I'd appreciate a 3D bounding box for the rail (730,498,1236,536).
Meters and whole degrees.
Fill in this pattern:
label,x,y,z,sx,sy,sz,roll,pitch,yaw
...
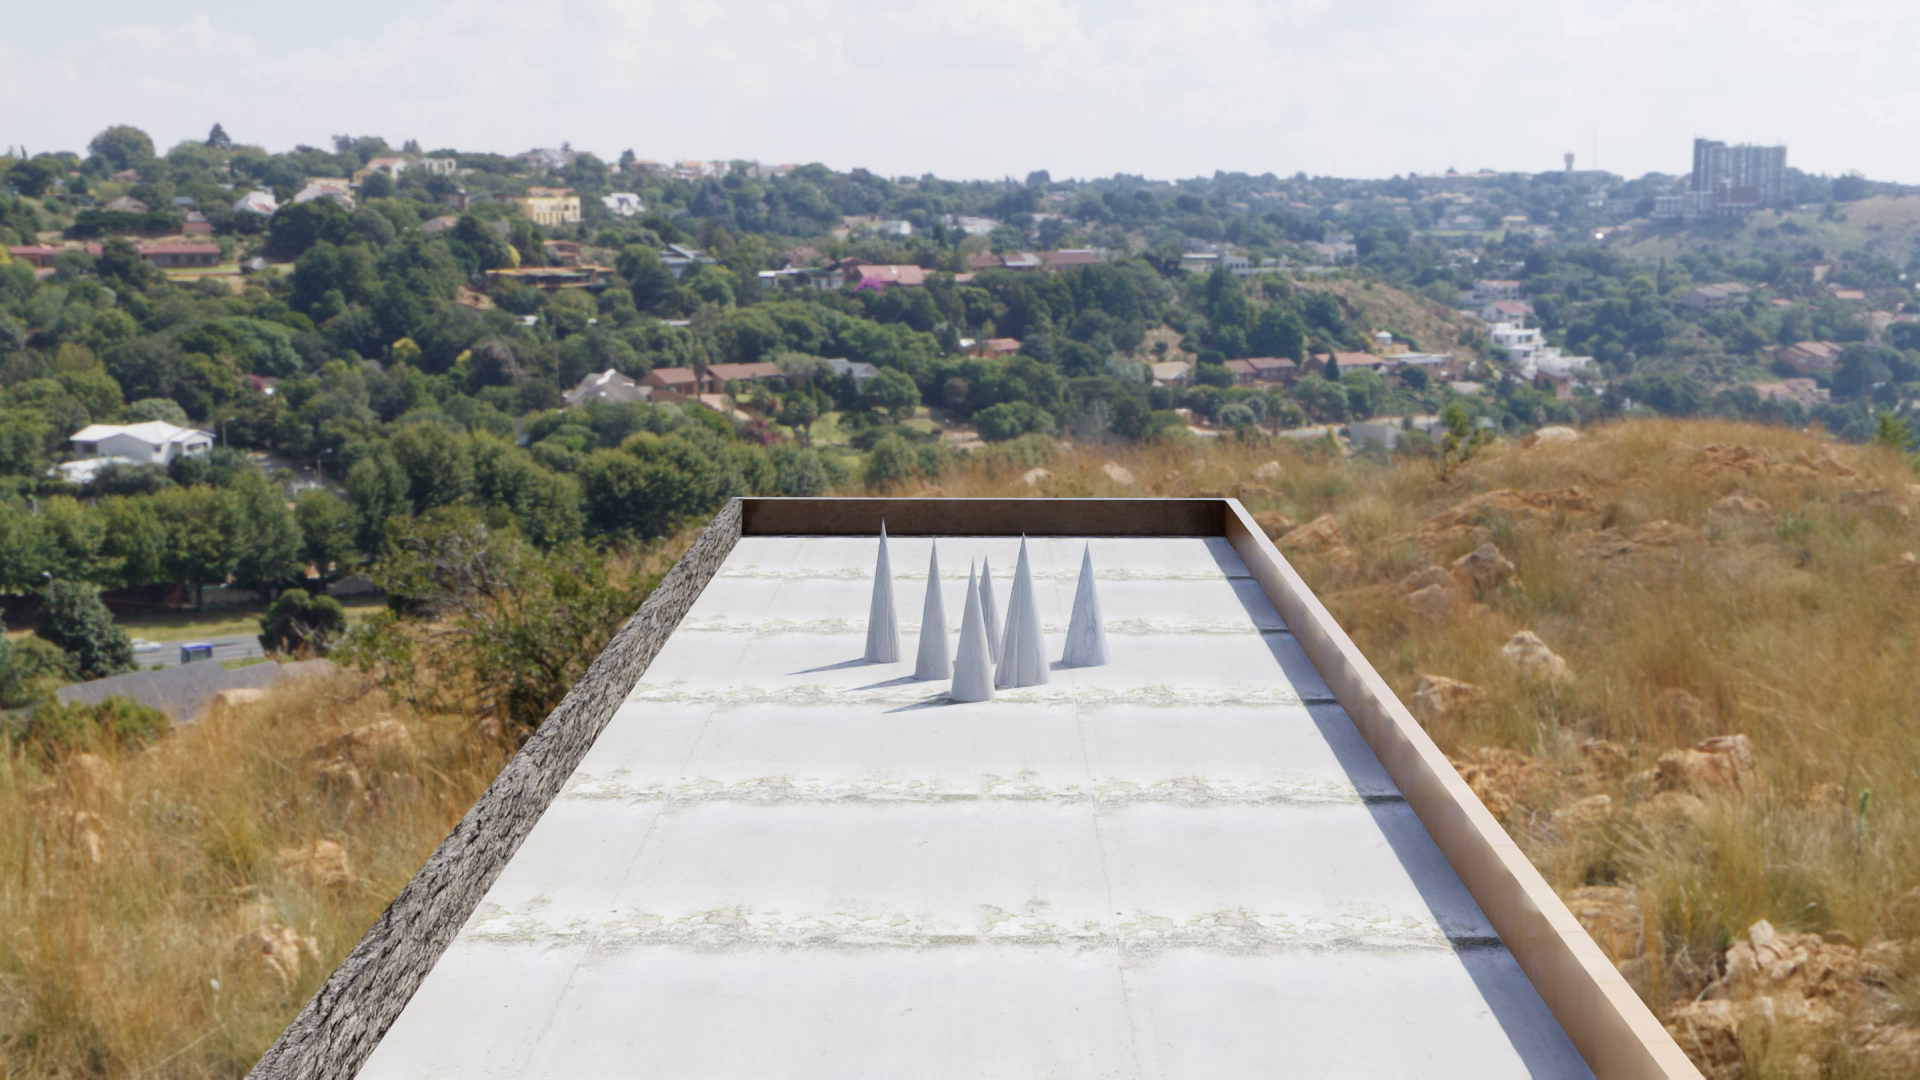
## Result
label,x,y,z,sx,sy,sz,roll,pitch,yaw
rail,0.099,-0.098,9.147,2.100,0.150,0.050,0,9,1

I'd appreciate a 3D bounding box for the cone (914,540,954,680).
label,x,y,z,sx,sy,sz,roll,pitch,yaw
cone,-0.075,0.192,6.448,0.120,0.423,0.120,0,9,0

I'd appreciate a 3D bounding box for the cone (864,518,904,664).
label,x,y,z,sx,sy,sz,roll,pitch,yaw
cone,-0.232,0.146,6.681,0.126,0.439,0.126,0,9,0

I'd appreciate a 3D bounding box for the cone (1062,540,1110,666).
label,x,y,z,sx,sy,sz,roll,pitch,yaw
cone,0.383,0.182,6.651,0.148,0.378,0.148,0,9,0

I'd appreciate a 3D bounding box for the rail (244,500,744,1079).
label,x,y,z,sx,sy,sz,roll,pitch,yaw
rail,-1.004,0.839,3.234,0.050,0.150,12.000,0,9,1

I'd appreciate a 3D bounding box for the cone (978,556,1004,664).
label,x,y,z,sx,sy,sz,roll,pitch,yaw
cone,0.079,0.203,6.681,0.143,0.329,0.143,0,9,0

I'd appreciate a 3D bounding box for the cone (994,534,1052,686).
label,x,y,z,sx,sy,sz,roll,pitch,yaw
cone,0.184,0.192,6.392,0.172,0.441,0.172,0,9,0

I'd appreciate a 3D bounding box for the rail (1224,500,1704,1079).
label,x,y,z,sx,sy,sz,roll,pitch,yaw
rail,1.046,0.843,3.208,0.050,0.150,12.000,0,9,1

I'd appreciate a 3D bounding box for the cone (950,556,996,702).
label,x,y,z,sx,sy,sz,roll,pitch,yaw
cone,0.037,0.244,6.184,0.132,0.403,0.132,0,9,0
